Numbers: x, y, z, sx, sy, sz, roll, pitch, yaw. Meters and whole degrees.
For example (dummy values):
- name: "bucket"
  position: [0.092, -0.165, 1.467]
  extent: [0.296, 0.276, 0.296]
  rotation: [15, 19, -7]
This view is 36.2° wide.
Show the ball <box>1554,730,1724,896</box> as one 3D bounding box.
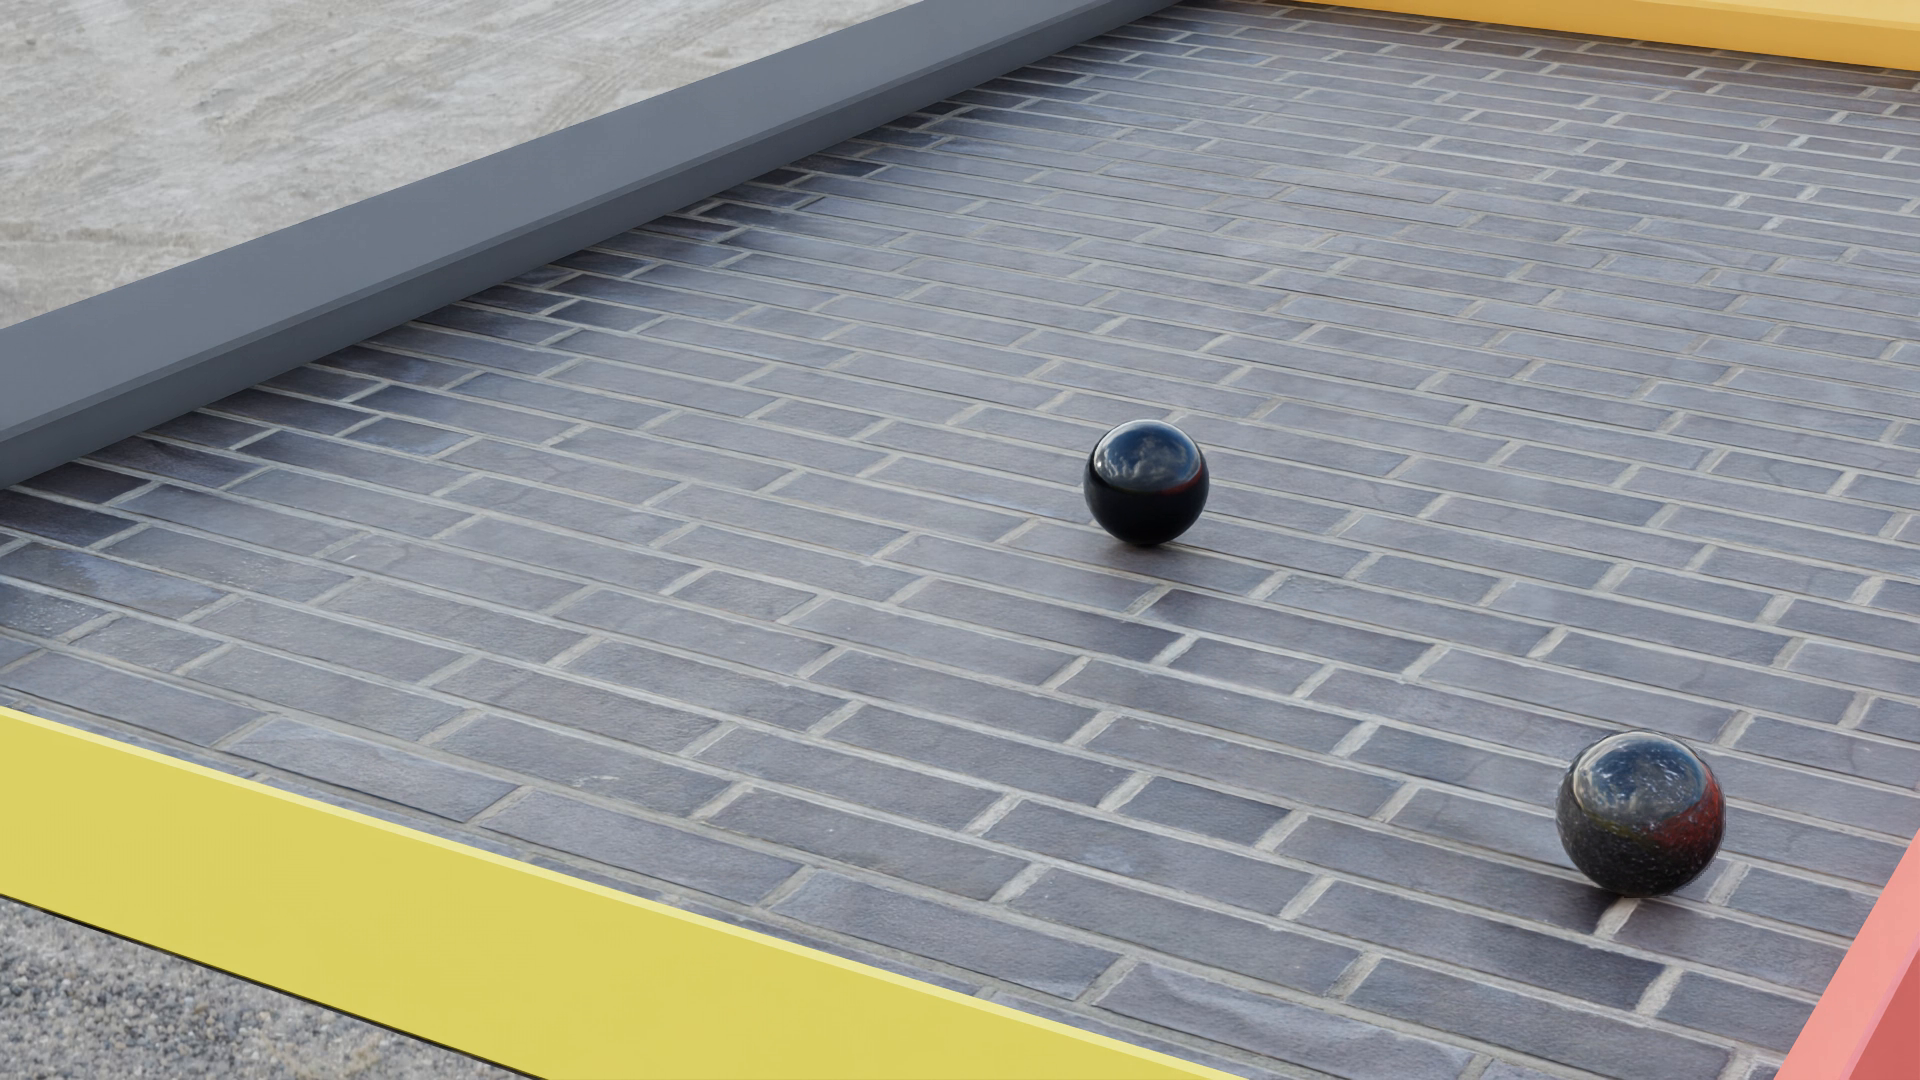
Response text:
- name: "ball"
  position: [0.379, 0.152, 1.641]
  extent: [0.093, 0.093, 0.093]
  rotation: [0, 22, 0]

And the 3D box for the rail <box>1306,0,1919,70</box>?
- name: "rail"
  position: [0.949, -0.646, 3.553]
  extent: [1.460, 0.120, 0.045]
  rotation: [12, 25, 27]

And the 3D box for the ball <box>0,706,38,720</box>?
- name: "ball"
  position: [-0.564, 0.131, 1.723]
  extent: [0.069, 0.069, 0.069]
  rotation: [0, 22, 0]

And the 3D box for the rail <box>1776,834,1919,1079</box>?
- name: "rail"
  position: [0.933, -0.098, 2.214]
  extent: [0.045, 0.120, 2.573]
  rotation: [12, 25, 27]

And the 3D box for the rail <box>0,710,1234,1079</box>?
- name: "rail"
  position: [-0.309, 0.183, 1.526]
  extent: [1.460, 0.120, 0.045]
  rotation: [12, 25, 27]

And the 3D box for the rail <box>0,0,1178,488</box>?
- name: "rail"
  position: [-0.292, -0.365, 2.865]
  extent: [0.045, 0.120, 2.573]
  rotation: [12, 25, 27]

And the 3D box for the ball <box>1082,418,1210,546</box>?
- name: "ball"
  position: [0.134, -0.042, 2.116]
  extent: [0.091, 0.091, 0.091]
  rotation: [0, 22, 0]
